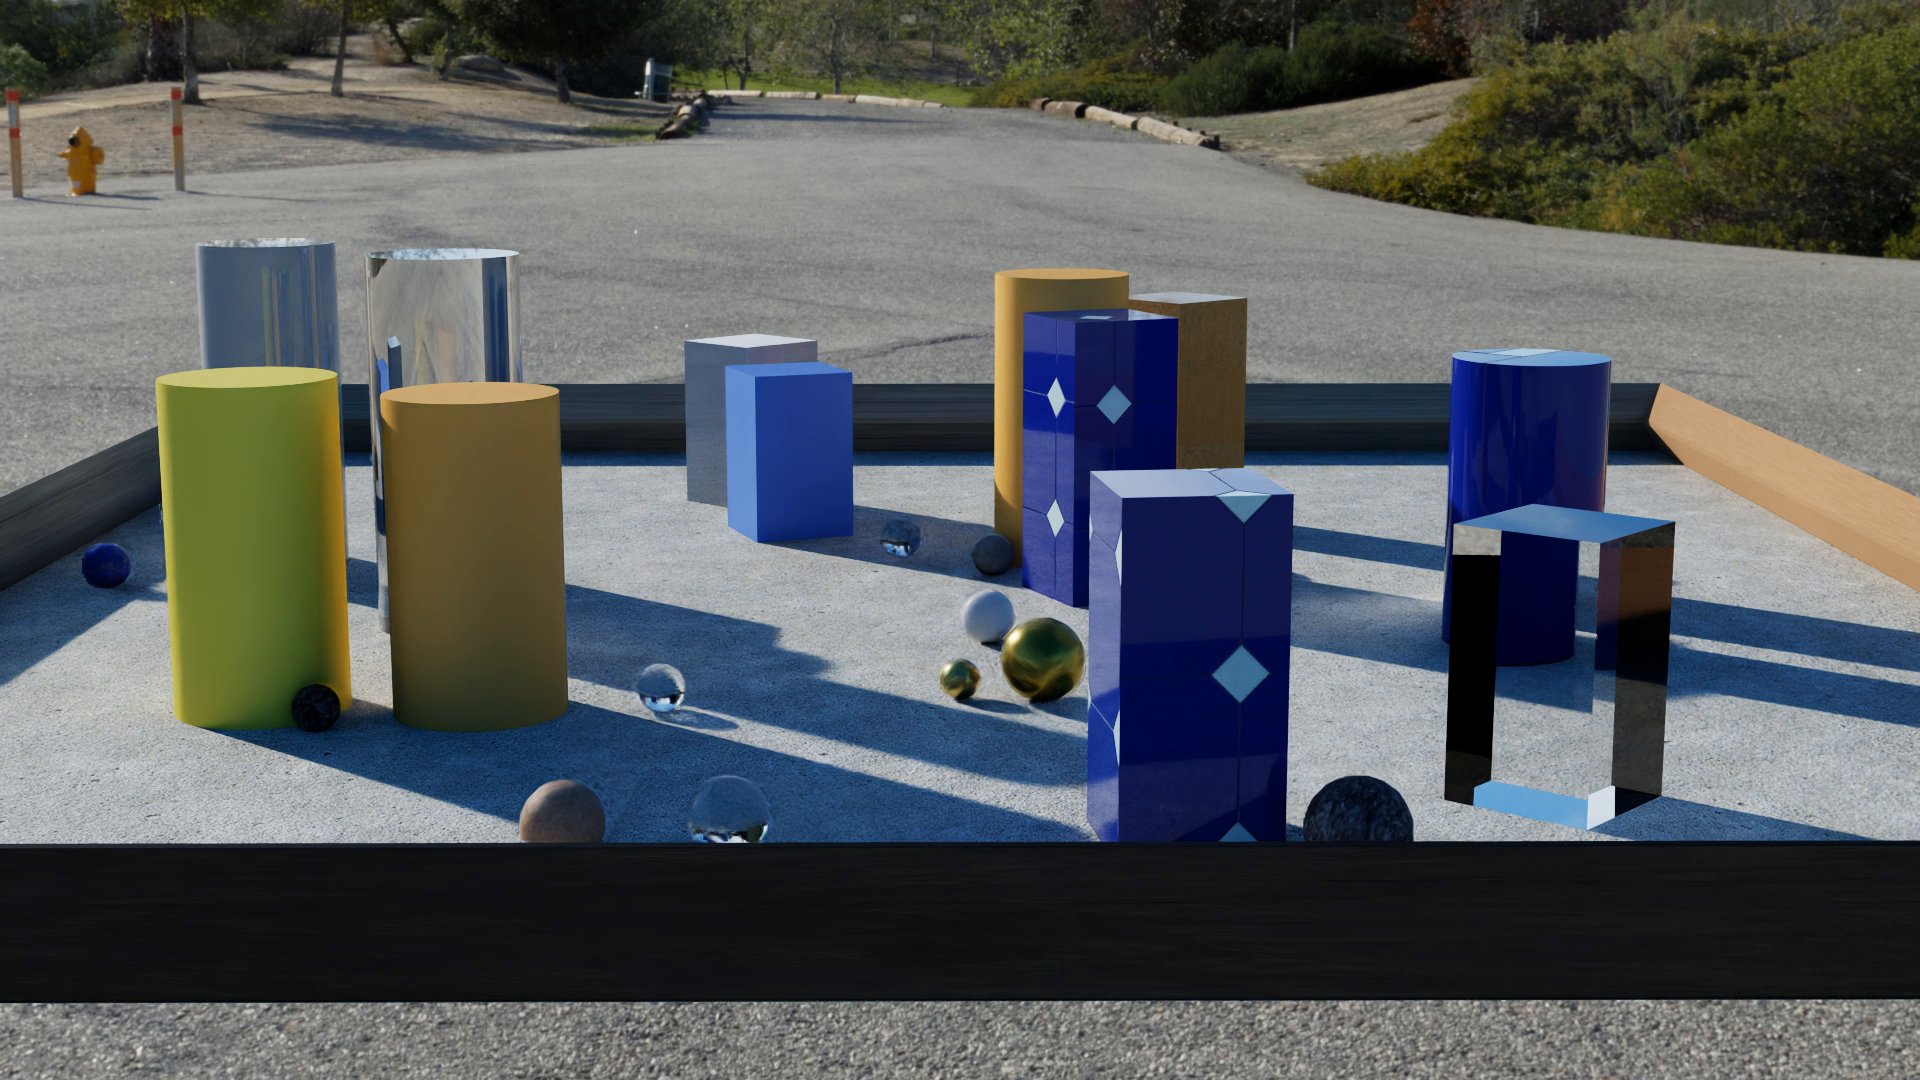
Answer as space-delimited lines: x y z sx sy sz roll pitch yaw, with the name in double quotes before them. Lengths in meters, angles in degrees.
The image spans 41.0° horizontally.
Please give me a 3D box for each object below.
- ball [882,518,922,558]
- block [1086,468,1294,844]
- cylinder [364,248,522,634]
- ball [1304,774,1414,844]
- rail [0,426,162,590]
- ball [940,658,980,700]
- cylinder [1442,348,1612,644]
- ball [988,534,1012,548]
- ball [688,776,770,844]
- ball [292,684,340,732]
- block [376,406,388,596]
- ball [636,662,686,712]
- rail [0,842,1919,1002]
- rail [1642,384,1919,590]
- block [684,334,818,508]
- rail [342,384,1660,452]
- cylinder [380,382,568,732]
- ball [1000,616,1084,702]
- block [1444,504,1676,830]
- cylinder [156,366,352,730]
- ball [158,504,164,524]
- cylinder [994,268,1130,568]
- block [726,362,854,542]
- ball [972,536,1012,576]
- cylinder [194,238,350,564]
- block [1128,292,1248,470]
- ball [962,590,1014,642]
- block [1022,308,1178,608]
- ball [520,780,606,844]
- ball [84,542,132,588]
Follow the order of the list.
"ball" -0.088 -0.004 3.842 0.059 0.059 0.059 0 10 0
"block" 0.213 0.116 2.411 0.157 0.344 0.157 -1 11 -7
"cylinder" -0.667 -0.129 3.344 0.197 0.486 0.197 0 10 0
"ball" 0.359 0.260 2.307 0.098 0.098 0.098 0 10 0
"rail" -1.321 0.034 3.441 0.045 0.128 2.929 0 10 0
"ball" 0.001 0.162 2.983 0.047 0.047 0.047 0 10 0
"cylinder" 0.717 -0.050 3.254 0.197 0.365 0.197 0 10 0
"ball" 0.051 0.016 3.760 0.051 0.051 0.051 0 10 0
"ball" -0.215 0.257 2.387 0.076 0.076 0.076 0 10 0
"ball" -0.712 0.185 2.838 0.053 0.053 0.053 0 10 0
"block" -0.727 -0.067 3.624 0.157 0.262 0.157 0 11 -3
"ball" -0.340 0.168 2.921 0.056 0.056 0.056 0 10 0
"rail" 0.008 0.295 2.032 2.690 0.128 0.045 0 10 0
"rail" 1.321 0.032 3.456 0.045 0.128 2.929 0 10 0
"block" -0.350 -0.201 4.321 0.157 0.271 0.157 10 14 43
"rail" -0.008 -0.230 4.865 2.690 0.128 0.045 0 10 0
"cylinder" -0.547 0.015 2.899 0.197 0.365 0.197 0 10 0
"ball" 0.095 0.138 2.969 0.098 0.098 0.098 0 10 0
"block" 0.597 0.121 2.557 0.157 0.281 0.157 9 14 40
"cylinder" -0.798 0.005 2.907 0.197 0.382 0.197 0 10 0
"ball" -1.238 -0.043 4.061 0.057 0.057 0.057 0 10 0
"cylinder" 0.149 -0.182 3.800 0.197 0.425 0.197 0 10 0
"block" -0.269 -0.141 4.037 0.157 0.257 0.157 -4 11 -21
"ball" 0.047 0.022 3.704 0.058 0.058 0.058 0 10 0
"cylinder" -1.004 -0.197 3.750 0.197 0.473 0.197 0 10 0
"block" 0.347 -0.210 4.127 0.157 0.360 0.157 -9 14 -41
"ball" 0.036 0.097 3.274 0.068 0.068 0.068 0 10 0
"block" 0.192 -0.118 3.556 0.157 0.387 0.157 -5 12 -24
"ball" -0.366 0.260 2.361 0.079 0.079 0.079 0 10 0
"ball" -1.201 0.036 3.614 0.064 0.064 0.064 0 10 0
